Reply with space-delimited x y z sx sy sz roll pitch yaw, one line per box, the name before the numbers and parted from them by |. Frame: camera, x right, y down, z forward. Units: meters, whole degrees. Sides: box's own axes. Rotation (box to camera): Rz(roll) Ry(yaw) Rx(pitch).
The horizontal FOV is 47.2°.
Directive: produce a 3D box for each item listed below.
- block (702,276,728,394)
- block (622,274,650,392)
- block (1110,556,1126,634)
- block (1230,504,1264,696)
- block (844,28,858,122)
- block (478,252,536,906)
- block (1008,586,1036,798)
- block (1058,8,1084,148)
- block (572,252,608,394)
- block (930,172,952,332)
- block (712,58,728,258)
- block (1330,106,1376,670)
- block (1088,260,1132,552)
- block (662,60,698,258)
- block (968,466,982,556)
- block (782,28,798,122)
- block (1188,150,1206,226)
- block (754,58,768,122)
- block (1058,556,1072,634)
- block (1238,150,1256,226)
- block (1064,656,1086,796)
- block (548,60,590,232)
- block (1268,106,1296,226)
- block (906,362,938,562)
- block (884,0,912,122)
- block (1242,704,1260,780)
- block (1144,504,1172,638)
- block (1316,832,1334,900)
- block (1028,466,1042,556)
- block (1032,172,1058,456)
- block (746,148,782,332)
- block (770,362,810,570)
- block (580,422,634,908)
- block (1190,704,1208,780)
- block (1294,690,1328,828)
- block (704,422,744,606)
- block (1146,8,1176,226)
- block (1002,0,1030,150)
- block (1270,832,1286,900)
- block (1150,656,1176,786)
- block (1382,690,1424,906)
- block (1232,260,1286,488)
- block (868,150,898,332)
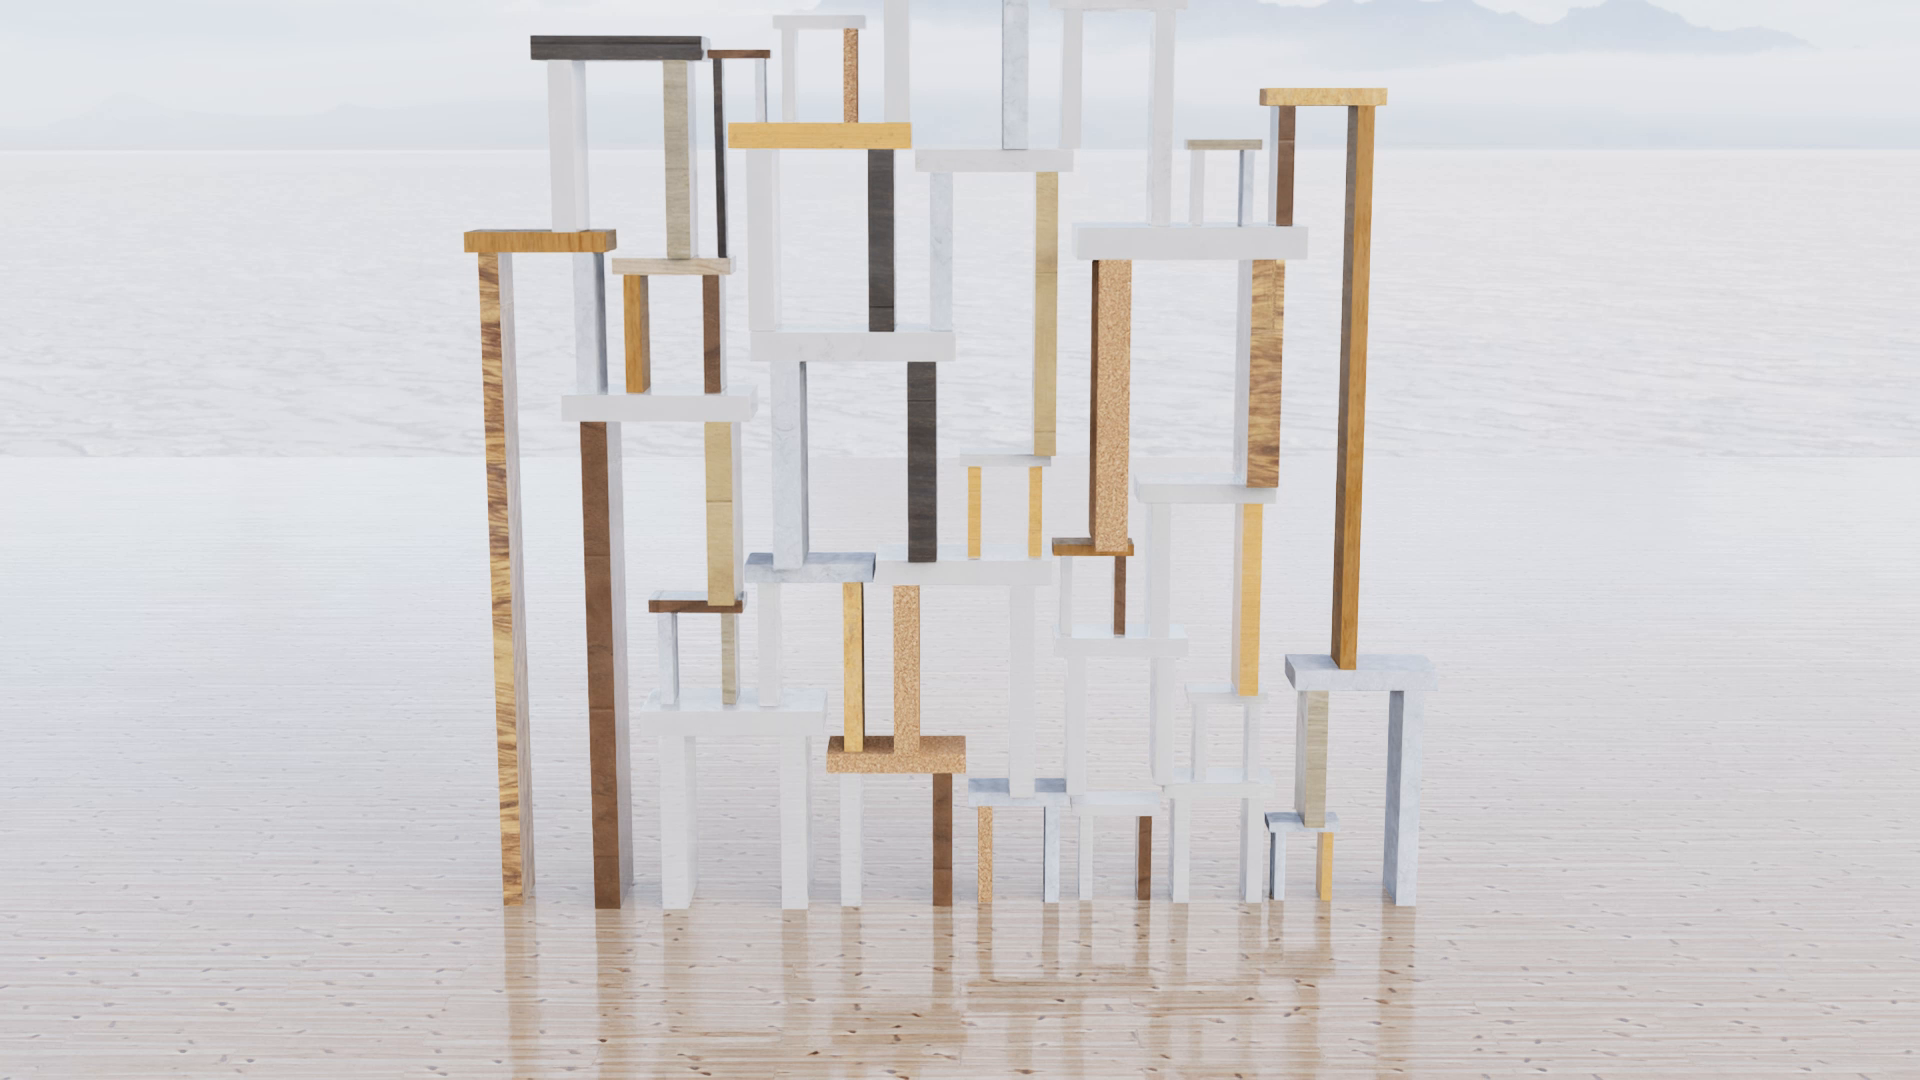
block | -0.390 -0.331 3.497 0.026 0.185 0.093 0 11 0
block | -0.514 -0.332 3.498 0.026 0.185 0.093 0 11 0
block | 0.258 0.083 3.577 0.018 0.130 0.065 0 11 0
block | 0.466 0.087 3.577 0.031 0.315 0.109 0 11 0
block | -0.170 -0.723 3.427 0.020 0.142 0.071 0 11 0
block | -0.734 0.067 3.569 0.031 1.065 0.110 0 11 0
block | 0.101 0.232 3.605 0.040 0.352 0.141 0 11 0
block | 0.172 -0.716 3.423 0.030 0.211 0.105 0 11 0
block | -0.586 -0.349 3.491 0.031 0.220 0.110 0 11 0
block | -0.029 -0.458 3.473 0.035 0.245 0.122 0 11 0
block | -0.375 -0.598 3.446 0.014 0.305 0.049 -1 11 -1
block | 0.626 -0.238 3.510 0.026 0.893 0.092 0 11 0
block | 0.239 -0.223 3.520 0.050 0.457 0.178 0 11 0
block | -0.438 -0.597 3.452 0.037 0.301 0.131 0 11 -1
block | 0.023 -0.052 3.550 0.021 0.146 0.073 0 11 0
block | -0.265 -0.723 3.427 0.020 0.142 0.071 0 11 0
block | 0.372 -0.554 3.453 0.016 0.116 0.058 0 11 0
block | -0.310 -0.700 3.425 0.014 0.097 0.049 0 11 0
block | 0.172 0.083 3.577 0.018 0.130 0.065 0 11 0
block | 0.449 -0.554 3.454 0.016 0.116 0.058 0 11 0
block | 0.188 0.292 3.609 0.030 0.232 0.107 0 11 0
block | -0.613 -0.617 3.448 0.037 0.261 0.131 0 11 0
block | 0.504 -0.587 3.446 0.026 0.184 0.092 0 11 0
block | -0.060 -0.136 3.529 0.045 0.320 0.160 0 11 0
block | -0.096 -0.786 3.410 0.039 0.273 0.136 0 11 0
block | 0.480 0.324 3.620 0.018 0.130 0.065 0 11 0
block | 0.321 0.040 3.568 0.031 0.219 0.109 0 11 0
block | 0.606 0.533 3.656 0.017 0.117 0.058 0 11 0
block | 0.121 -0.052 3.550 0.021 0.146 0.073 0 11 0
block | 0.134 -0.361 3.491 0.035 0.443 0.122 0 11 0
block | -0.308 -0.475 3.464 0.040 0.280 0.140 0 11 0
block | -0.272 -0.131 3.530 0.045 0.330 0.160 0 11 0
block | -0.576 0.195 3.596 0.042 0.803 0.148 0 11 0
block | 0.393 0.324 3.620 0.018 0.130 0.065 0 10 0
block | 0.579 0.346 3.623 0.033 0.230 0.115 0 10 0
block | -0.380 -0.054 3.549 0.042 0.295 0.148 0 10 1
block | 0.313 -0.659 3.434 0.030 0.329 0.105 0 11 0
block | 0.086 -0.766 3.414 0.039 0.313 0.136 0 11 0
block | 0.528 0.533 3.656 0.017 0.117 0.059 0 11 0
block | 0.331 0.283 3.608 0.030 0.214 0.107 0 11 0
block | 0.732 0.411 3.635 0.033 0.364 0.115 0 11 0
block | 0.476 -0.274 3.512 0.050 0.356 0.178 0 11 0
block | -0.122 -0.475 3.464 0.040 0.280 0.140 0 11 0
